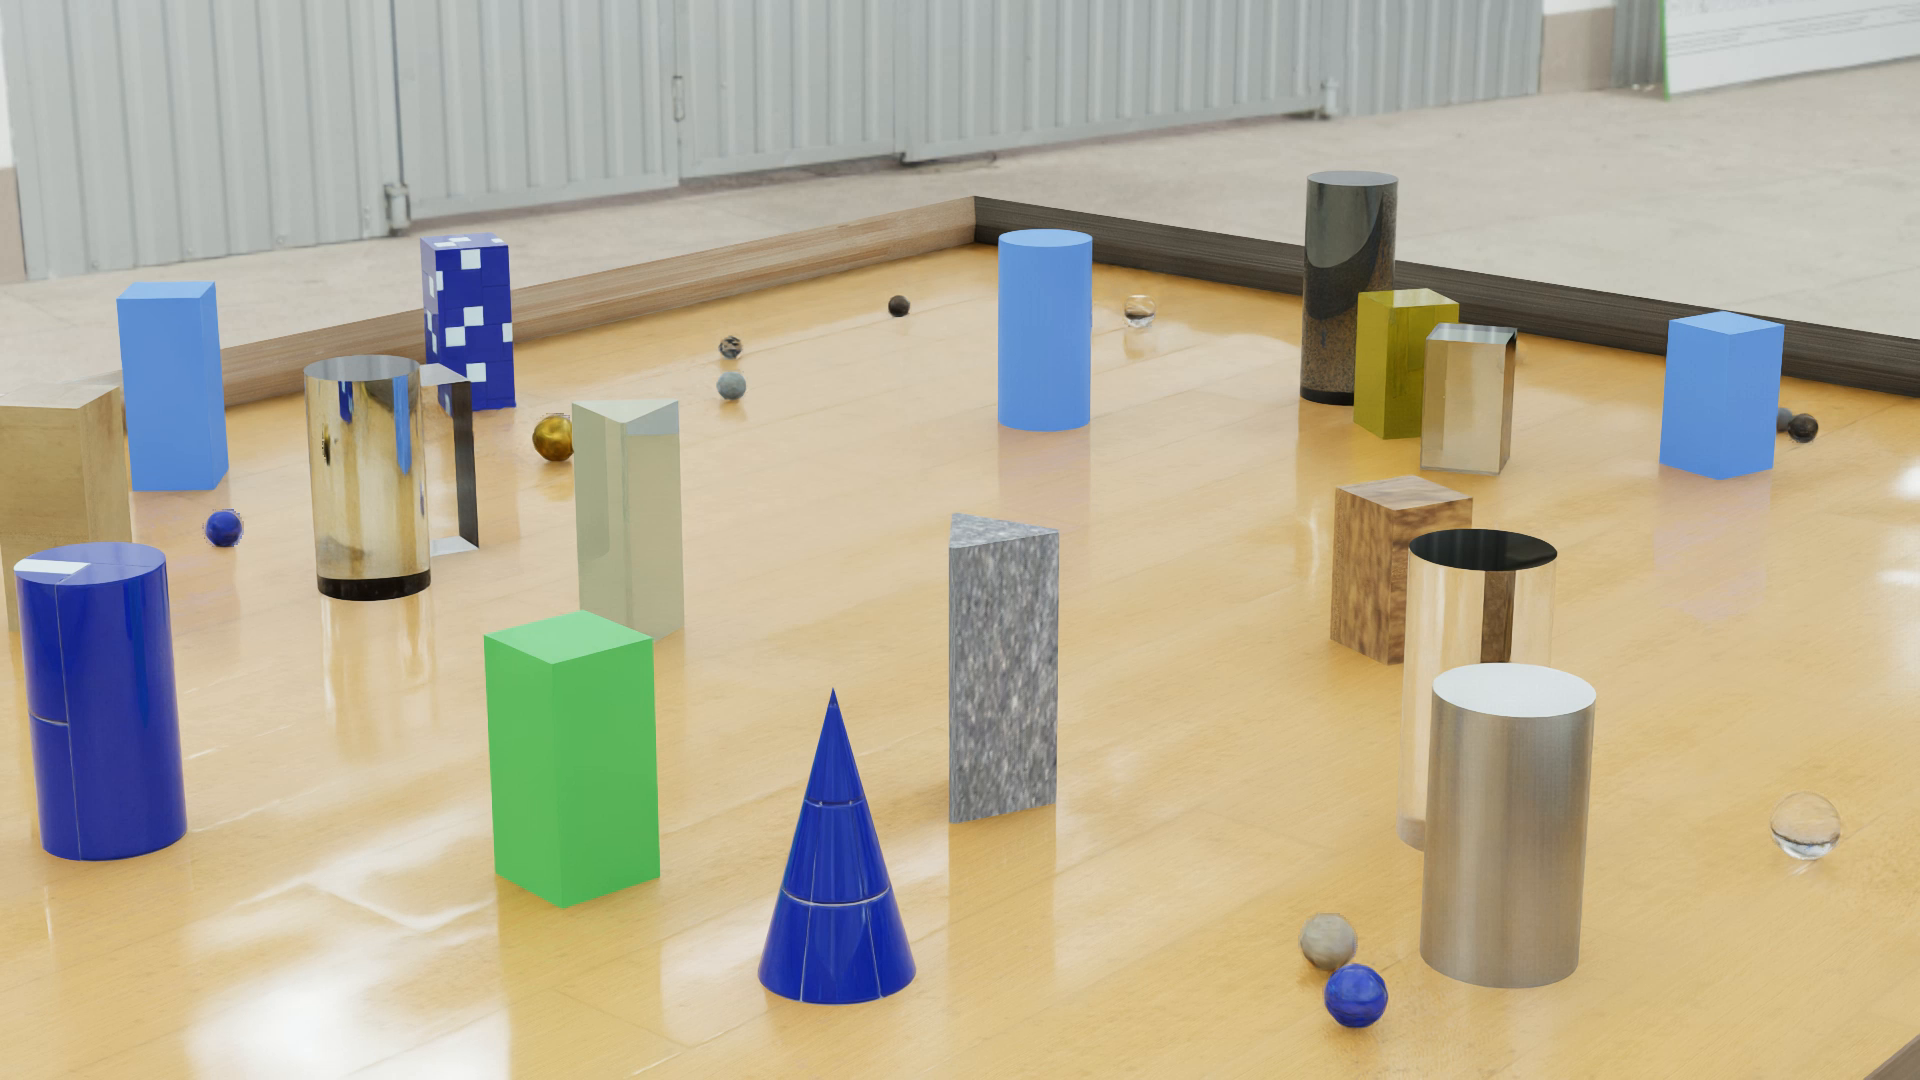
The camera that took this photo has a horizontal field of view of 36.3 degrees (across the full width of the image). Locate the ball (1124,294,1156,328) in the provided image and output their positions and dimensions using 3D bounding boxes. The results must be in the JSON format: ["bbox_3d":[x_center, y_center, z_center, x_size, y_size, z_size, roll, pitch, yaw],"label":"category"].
[{"bbox_3d":[0.440,-0.559,7.169,0.082,0.082,0.082,0,17,0],"label":"ball"}]

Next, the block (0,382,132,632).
[{"bbox_3d":[-1.512,-0.053,4.948,0.159,0.394,0.159,3,17,9],"label":"block"}]

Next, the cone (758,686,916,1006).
[{"bbox_3d":[-0.154,0.358,3.612,0.199,0.377,0.199,0,17,0],"label":"cone"}]

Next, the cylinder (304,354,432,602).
[{"bbox_3d":[-1.037,-0.110,5.139,0.199,0.393,0.199,0,17,0],"label":"cylinder"}]

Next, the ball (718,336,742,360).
[{"bbox_3d":[-0.537,-0.450,6.855,0.054,0.054,0.054,0,17,0],"label":"ball"}]

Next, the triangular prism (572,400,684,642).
[{"bbox_3d":[-0.530,-0.033,4.880,0.149,0.394,0.172,-12,20,-34],"label":"triangular prism"}]

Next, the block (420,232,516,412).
[{"bbox_3d":[-1.076,-0.476,6.412,0.159,0.360,0.159,-7,18,-21],"label":"block"}]

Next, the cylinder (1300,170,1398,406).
[{"bbox_3d":[0.855,-0.556,6.457,0.199,0.486,0.199,0,17,0],"label":"cylinder"}]

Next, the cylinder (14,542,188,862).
[{"bbox_3d":[-1.180,0.221,4.036,0.199,0.396,0.199,0,17,0],"label":"cylinder"}]

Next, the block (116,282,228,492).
[{"bbox_3d":[-1.554,-0.305,5.798,0.159,0.386,0.159,-1,17,-3],"label":"block"}]

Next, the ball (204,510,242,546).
[{"bbox_3d":[-1.358,-0.021,5.408,0.067,0.067,0.067,0,17,0],"label":"ball"}]

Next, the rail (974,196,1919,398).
[{"bbox_3d":[1.603,-0.500,6.887,4.183,0.129,0.045,14,22,39],"label":"rail"}]

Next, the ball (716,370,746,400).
[{"bbox_3d":[-0.504,-0.341,6.473,0.066,0.066,0.066,0,17,0],"label":"ball"}]

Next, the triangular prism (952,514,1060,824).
[{"bbox_3d":[0.028,0.174,4.173,0.172,0.405,0.149,-9,19,-27],"label":"triangular prism"}]

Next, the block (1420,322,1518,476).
[{"bbox_3d":[1.029,-0.286,5.936,0.159,0.270,0.159,5,18,18],"label":"block"}]

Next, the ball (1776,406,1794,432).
[{"bbox_3d":[1.737,-0.255,6.206,0.055,0.055,0.055,0,17,0],"label":"ball"}]

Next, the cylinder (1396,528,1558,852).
[{"bbox_3d":[0.709,0.211,4.035,0.199,0.414,0.199,0,17,0],"label":"cylinder"}]

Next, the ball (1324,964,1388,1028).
[{"bbox_3d":[0.474,0.546,3.510,0.076,0.076,0.076,0,17,0],"label":"ball"}]

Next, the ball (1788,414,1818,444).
[{"bbox_3d":[1.759,-0.233,6.120,0.062,0.062,0.062,0,17,0],"label":"ball"}]

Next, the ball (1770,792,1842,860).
[{"bbox_3d":[1.154,0.390,3.999,0.093,0.093,0.093,0,17,0],"label":"ball"}]

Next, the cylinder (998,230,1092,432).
[{"bbox_3d":[0.181,-0.449,6.256,0.199,0.397,0.199,0,17,0],"label":"cylinder"}]

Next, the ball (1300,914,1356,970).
[{"bbox_3d":[0.461,0.503,3.665,0.069,0.069,0.069,0,17,0],"label":"ball"}]

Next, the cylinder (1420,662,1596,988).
[{"bbox_3d":[0.682,0.354,3.660,0.199,0.356,0.199,0,17,0],"label":"cylinder"}]

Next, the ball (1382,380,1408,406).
[{"bbox_3d":[0.954,-0.321,6.427,0.054,0.054,0.054,0,17,0],"label":"ball"}]

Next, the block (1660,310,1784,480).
[{"bbox_3d":[1.535,-0.293,5.912,0.159,0.297,0.159,-11,20,-33],"label":"block"}]

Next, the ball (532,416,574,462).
[{"bbox_3d":[-0.823,-0.207,5.978,0.095,0.095,0.095,0,17,0],"label":"ball"}]

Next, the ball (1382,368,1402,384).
[{"bbox_3d":[0.968,-0.365,6.576,0.043,0.043,0.043,0,17,0],"label":"ball"}]

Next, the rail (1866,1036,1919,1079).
[{"bbox_3d":[1.562,0.423,3.822,0.045,0.129,4.937,14,22,39],"label":"rail"}]

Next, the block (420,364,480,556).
[{"bbox_3d":[-0.995,-0.144,5.381,0.159,0.319,0.159,-10,19,-29],"label":"block"}]

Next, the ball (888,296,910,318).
[{"bbox_3d":[-0.151,-0.579,7.278,0.057,0.057,0.057,0,17,0],"label":"ball"}]

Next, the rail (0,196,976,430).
[{"bbox_3d":[-1.562,-0.359,6.418,0.045,0.129,4.937,14,22,39],"label":"rail"}]

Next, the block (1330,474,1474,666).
[{"bbox_3d":[0.727,0.048,4.838,0.159,0.264,0.159,-9,19,-28],"label":"block"}]

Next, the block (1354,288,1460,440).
[{"bbox_3d":[0.943,-0.374,6.205,0.159,0.283,0.159,-5,17,-15],"label":"block"}]

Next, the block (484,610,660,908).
[{"bbox_3d":[-0.516,0.289,3.906,0.159,0.340,0.159,-14,22,-40],"label":"block"}]
